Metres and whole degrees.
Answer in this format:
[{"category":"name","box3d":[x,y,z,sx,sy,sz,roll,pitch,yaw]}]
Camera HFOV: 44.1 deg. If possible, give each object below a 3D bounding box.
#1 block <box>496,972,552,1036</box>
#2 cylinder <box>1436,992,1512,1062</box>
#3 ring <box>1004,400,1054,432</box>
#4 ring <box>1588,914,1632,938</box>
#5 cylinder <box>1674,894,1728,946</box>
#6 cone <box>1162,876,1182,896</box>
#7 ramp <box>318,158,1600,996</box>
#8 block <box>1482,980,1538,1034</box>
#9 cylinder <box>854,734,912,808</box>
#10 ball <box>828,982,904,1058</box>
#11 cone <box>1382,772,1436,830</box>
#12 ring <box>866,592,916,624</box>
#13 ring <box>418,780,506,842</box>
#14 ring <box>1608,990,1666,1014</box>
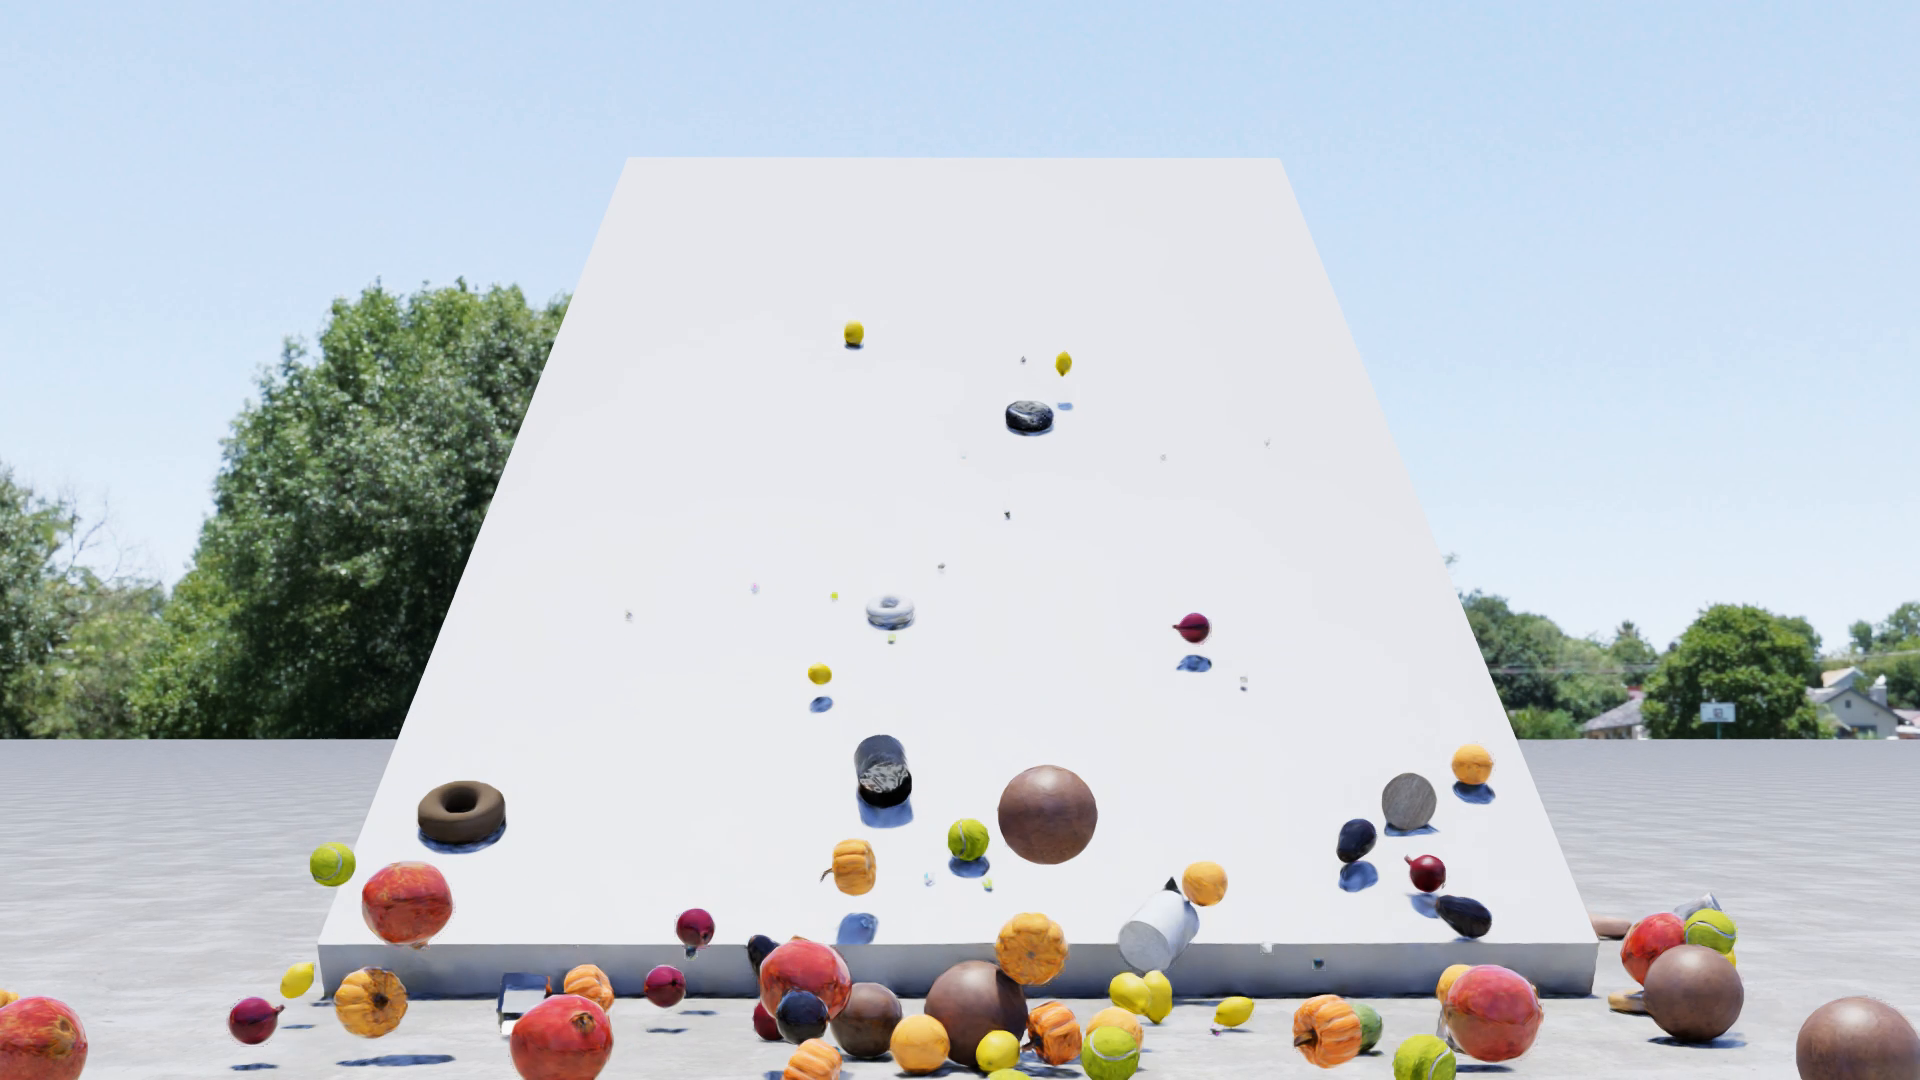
[{"category":"block","box3d":[-0.591,0.631,3.217,0.061,0.061,0.061,3,-42,-1]},{"category":"cylinder","box3d":[0.635,0.603,2.929,0.070,0.070,0.070,16,-5,-1]},{"category":"ring","box3d":[0.160,-0.287,5.466,0.116,0.039,0.116,3,29,-2]},{"category":"ring","box3d":[1.300,0.783,4.801,0.122,0.041,0.122,6,-6,1]},{"category":"cylinder","box3d":[1.443,0.738,4.611,0.077,0.077,0.077,-28,-15,19]},{"category":"cone","box3d":[0.335,0.560,3.757,0.067,0.067,0.067,0,27,0]},{"category":"ramp","box3d":[-0.010,-0.227,5.501,2.000,0.100,4.000,0,27,0]},{"category":"block","box3d":[0.765,0.649,3.299,0.062,0.062,0.062,0,1,-2]},{"category":"cylinder","box3d":[-0.132,0.396,4.054,0.091,0.091,0.091,1,26,-10]},{"category":"ball","box3d":[-0.120,0.613,3.025,0.096,0.096,0.096,0,-5,0]},{"category":"cone","box3d":[0.750,0.439,4.026,0.096,0.096,0.096,0,0,-6]},{"category":"ring","box3d":[-0.136,0.135,4.637,0.098,0.033,0.098,-1,27,1]},{"category":"ring","box3d":[-0.837,0.456,3.979,0.148,0.049,0.148,0,28,0]},{"category":"ring","box3d":[1.008,0.687,3.524,0.084,0.028,0.084,1,-1,0]}]
